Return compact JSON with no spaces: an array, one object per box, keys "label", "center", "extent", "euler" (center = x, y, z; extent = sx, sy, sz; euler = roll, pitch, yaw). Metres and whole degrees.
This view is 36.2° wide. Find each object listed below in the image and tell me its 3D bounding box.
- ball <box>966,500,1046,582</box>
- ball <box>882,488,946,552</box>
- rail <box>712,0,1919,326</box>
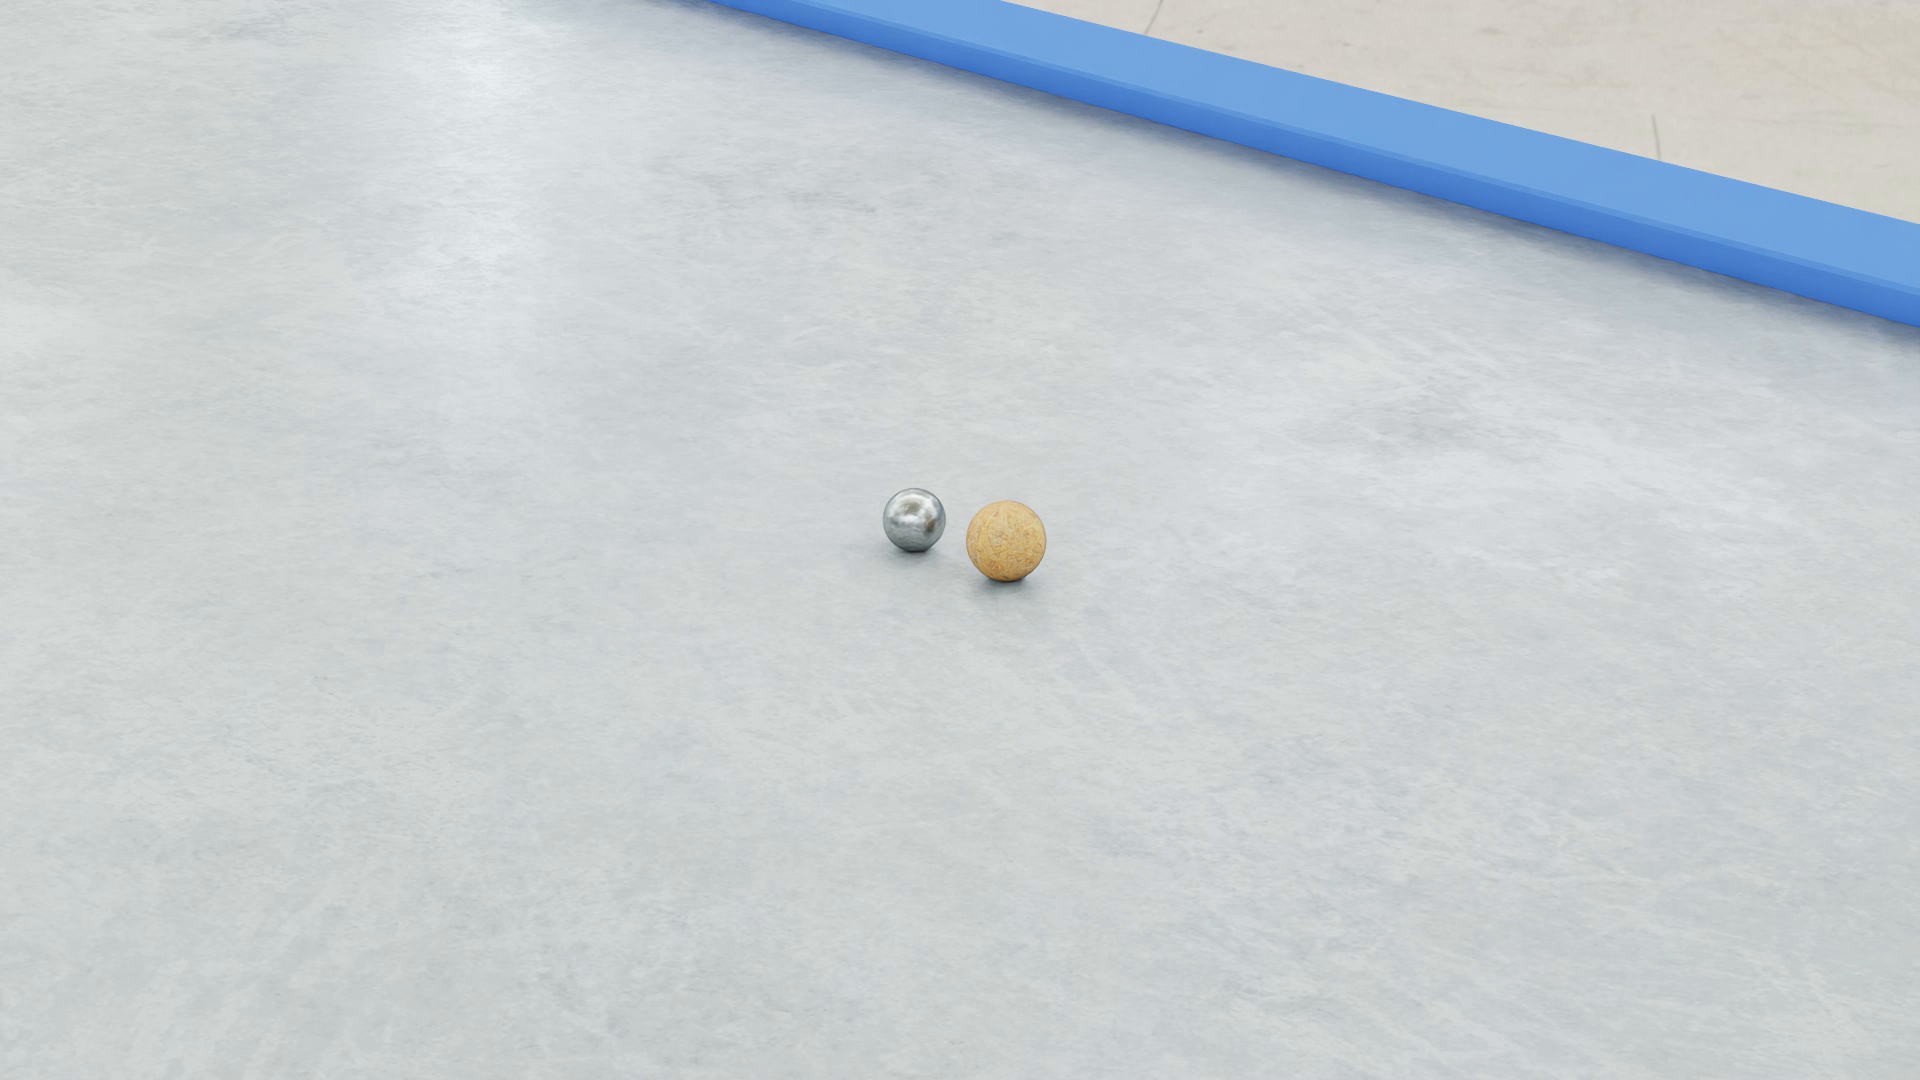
[{"label":"ball","center":[0.036,0.001,2.314],"extent":[0.064,0.064,0.064],"euler":[0,24,0]},{"label":"ball","center":[-0.037,-0.016,2.368],"extent":[0.052,0.052,0.052],"euler":[0,24,0]},{"label":"rail","center":[0.054,-0.615,3.668],"extent":[0.045,0.100,4.154],"euler":[-21,31,-39]}]
